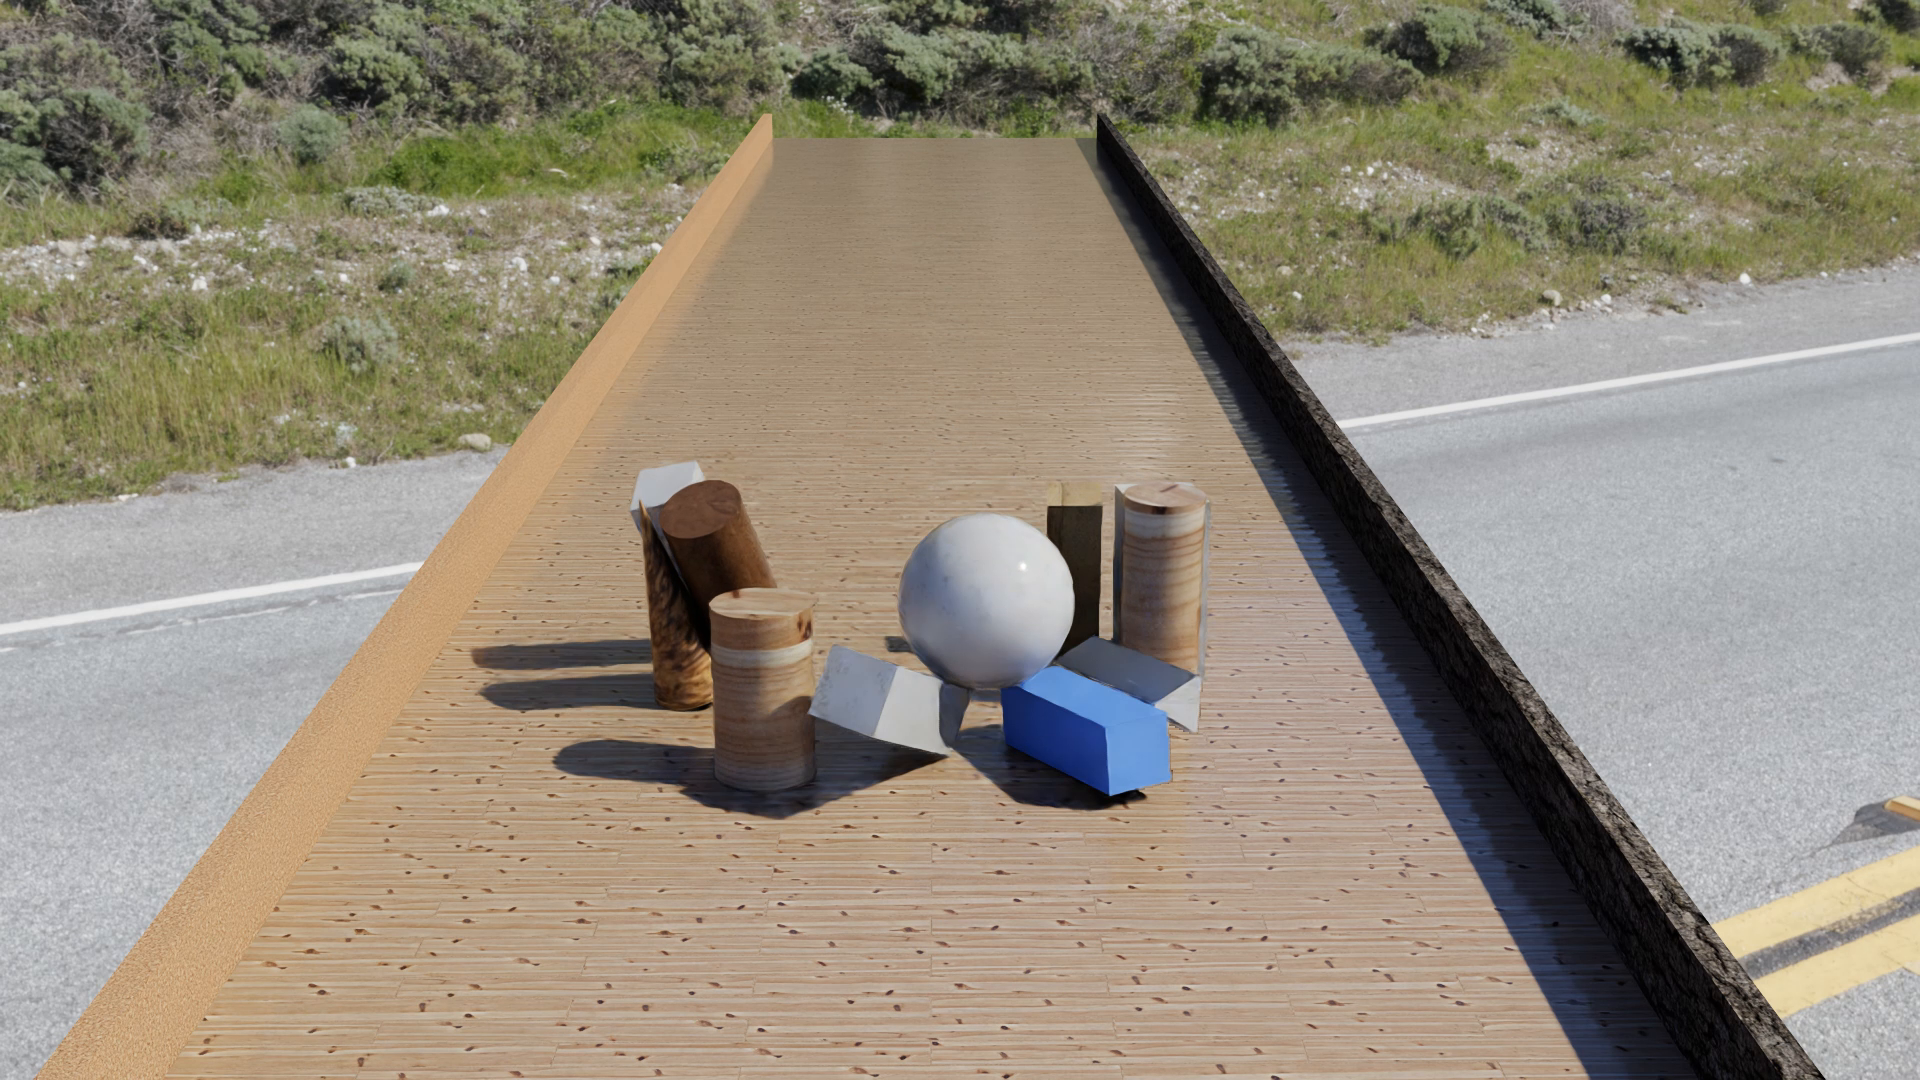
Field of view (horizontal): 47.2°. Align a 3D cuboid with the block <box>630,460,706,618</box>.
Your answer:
[{"bbox_3d":[-0.518,0.040,4.348,0.119,0.394,0.119,-10,40,12],"label":"block"}]

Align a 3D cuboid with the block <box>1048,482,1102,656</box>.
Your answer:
[{"bbox_3d":[0.227,0.060,4.412,0.106,0.337,0.106,1,27,2],"label":"block"}]

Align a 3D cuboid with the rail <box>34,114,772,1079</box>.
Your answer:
[{"bbox_3d":[-1.118,-0.838,7.780,0.050,0.150,12.000,0,17,-1],"label":"rail"}]

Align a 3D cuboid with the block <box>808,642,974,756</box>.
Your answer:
[{"bbox_3d":[-0.113,0.278,3.776,0.123,0.123,0.381,18,-3,21],"label":"block"}]

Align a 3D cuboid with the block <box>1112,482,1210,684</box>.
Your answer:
[{"bbox_3d":[0.391,0.086,4.297,0.152,0.366,0.152,-3,17,-8],"label":"block"}]

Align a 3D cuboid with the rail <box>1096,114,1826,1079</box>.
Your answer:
[{"bbox_3d":[0.932,-0.844,7.801,0.050,0.150,12.000,0,17,-1],"label":"rail"}]

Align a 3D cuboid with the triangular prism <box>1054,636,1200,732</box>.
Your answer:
[{"bbox_3d":[0.319,0.249,4.036,0.102,0.089,0.383,33,-6,-26],"label":"triangular prism"}]

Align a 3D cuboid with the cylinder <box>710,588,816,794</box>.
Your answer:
[{"bbox_3d":[-0.340,0.258,3.806,0.176,0.315,0.176,0,17,0],"label":"cylinder"}]

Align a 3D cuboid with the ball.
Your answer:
[{"bbox_3d":[0.046,0.108,3.878,0.314,0.314,0.314,0,17,0],"label":"ball"}]

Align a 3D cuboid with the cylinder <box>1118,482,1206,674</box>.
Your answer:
[{"bbox_3d":[0.377,0.110,4.131,0.152,0.409,0.152,1,19,0],"label":"cylinder"}]

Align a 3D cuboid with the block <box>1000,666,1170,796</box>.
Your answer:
[{"bbox_3d":[0.215,0.329,3.846,0.121,0.121,0.362,-11,15,-26],"label":"block"}]

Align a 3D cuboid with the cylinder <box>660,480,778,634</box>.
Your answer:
[{"bbox_3d":[-0.427,0.092,4.148,0.156,0.415,0.156,-10,42,9],"label":"cylinder"}]

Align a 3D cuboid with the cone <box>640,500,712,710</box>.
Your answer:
[{"bbox_3d":[-0.548,0.103,4.117,0.148,0.411,0.148,-10,24,5],"label":"cone"}]
